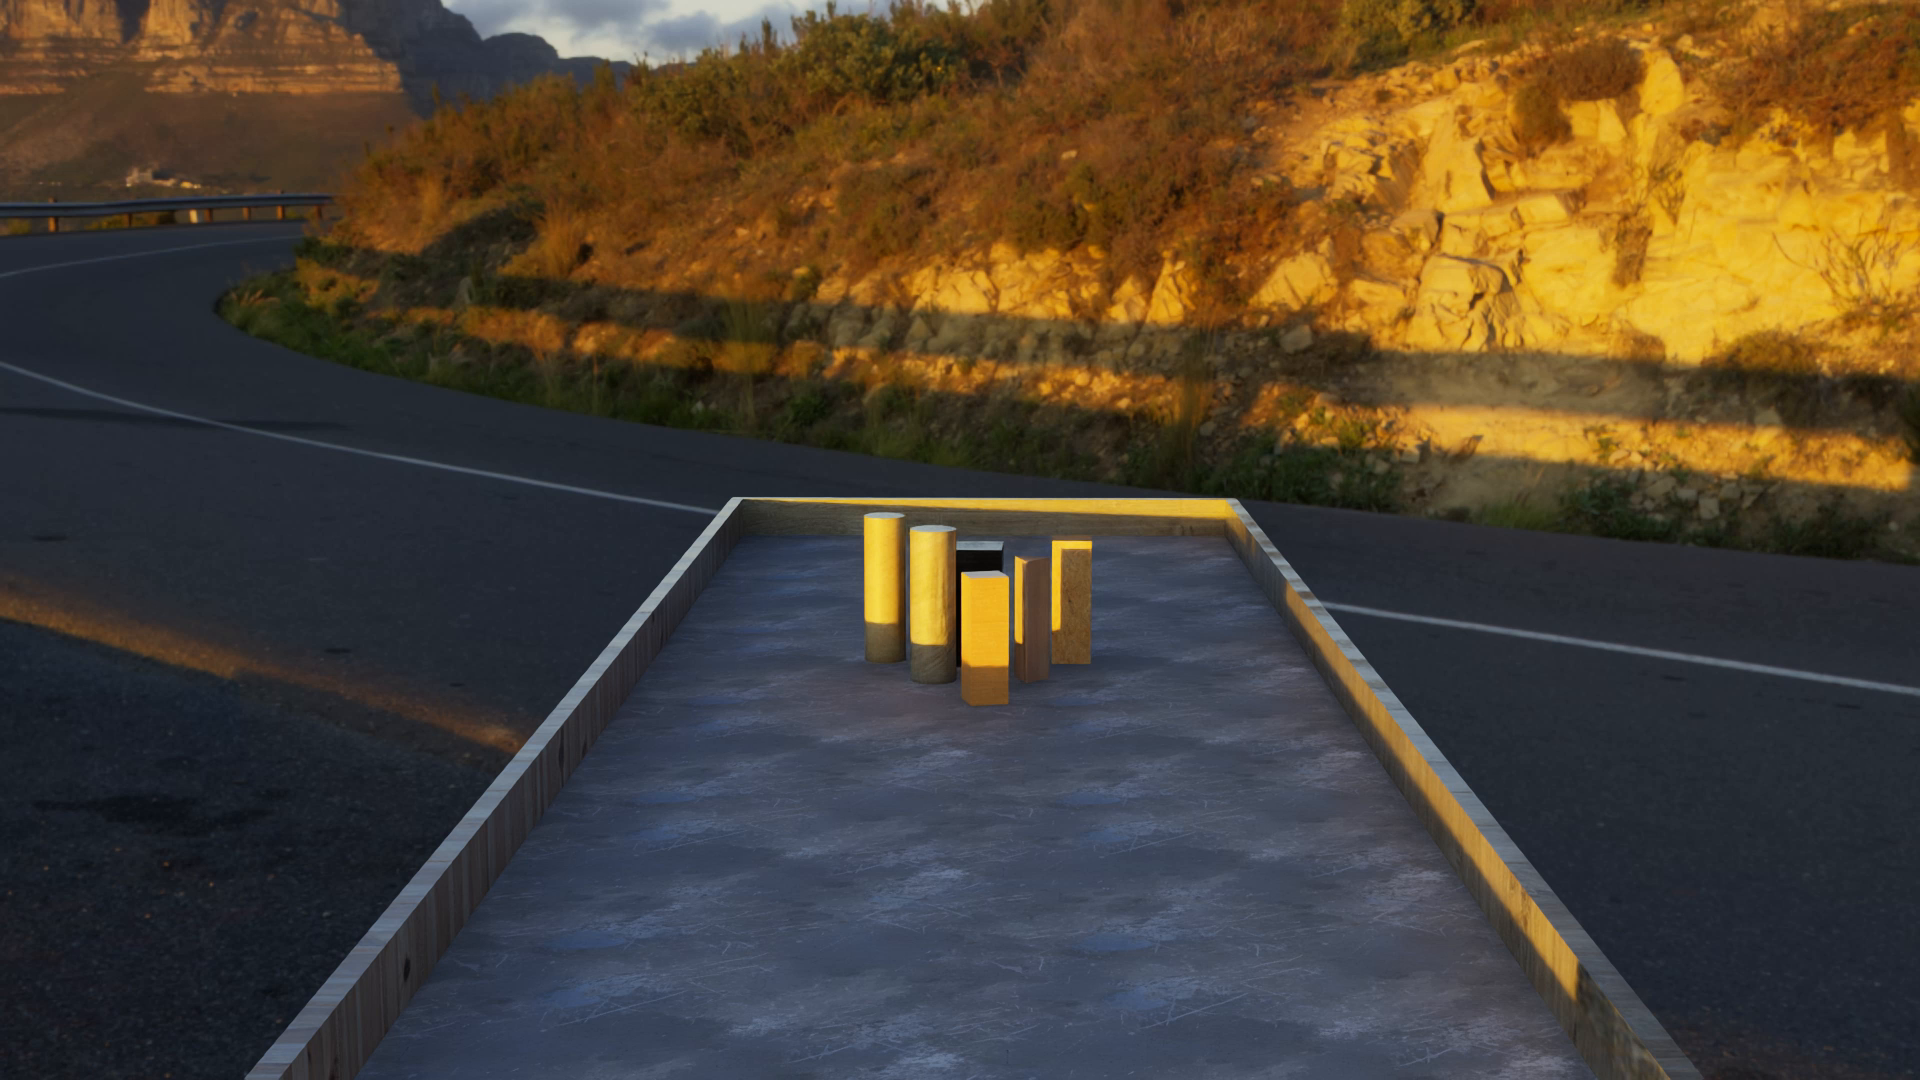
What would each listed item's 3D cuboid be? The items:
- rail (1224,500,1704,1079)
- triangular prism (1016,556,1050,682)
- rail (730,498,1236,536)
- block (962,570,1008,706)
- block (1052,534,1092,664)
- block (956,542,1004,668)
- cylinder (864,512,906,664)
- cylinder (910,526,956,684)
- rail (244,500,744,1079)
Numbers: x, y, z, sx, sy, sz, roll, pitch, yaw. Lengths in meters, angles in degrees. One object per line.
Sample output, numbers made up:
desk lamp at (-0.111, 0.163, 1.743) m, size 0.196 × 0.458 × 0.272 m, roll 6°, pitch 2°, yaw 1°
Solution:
rail at (1.046, 0.843, 3.208) m, size 0.050 × 0.150 × 12.000 m, roll 0°, pitch 9°, yaw 1°
triangular prism at (0.195, 0.228, 6.424) m, size 0.087 × 0.358 × 0.101 m, roll 8°, pitch 12°, yaw 42°
rail at (0.099, -0.098, 9.147) m, size 2.100 × 0.150 × 0.050 m, roll 0°, pitch 9°, yaw 1°
block at (0.070, 0.273, 6.138) m, size 0.108 × 0.359 × 0.108 m, roll -2°, pitch 9°, yaw -14°
block at (0.339, 0.179, 6.677) m, size 0.118 × 0.376 × 0.118 m, roll 0°, pitch 9°, yaw 3°
block at (0.044, 0.193, 6.656) m, size 0.169 × 0.356 × 0.169 m, roll 0°, pitch 9°, yaw 3°
cylinder at (-0.228, 0.145, 6.681) m, size 0.127 × 0.443 × 0.127 m, roll 0°, pitch 9°, yaw 0°
cylinder at (-0.078, 0.188, 6.398) m, size 0.135 × 0.447 × 0.135 m, roll 0°, pitch 9°, yaw 0°
rail at (-1.004, 0.839, 3.234) m, size 0.050 × 0.150 × 12.000 m, roll 0°, pitch 9°, yaw 1°
